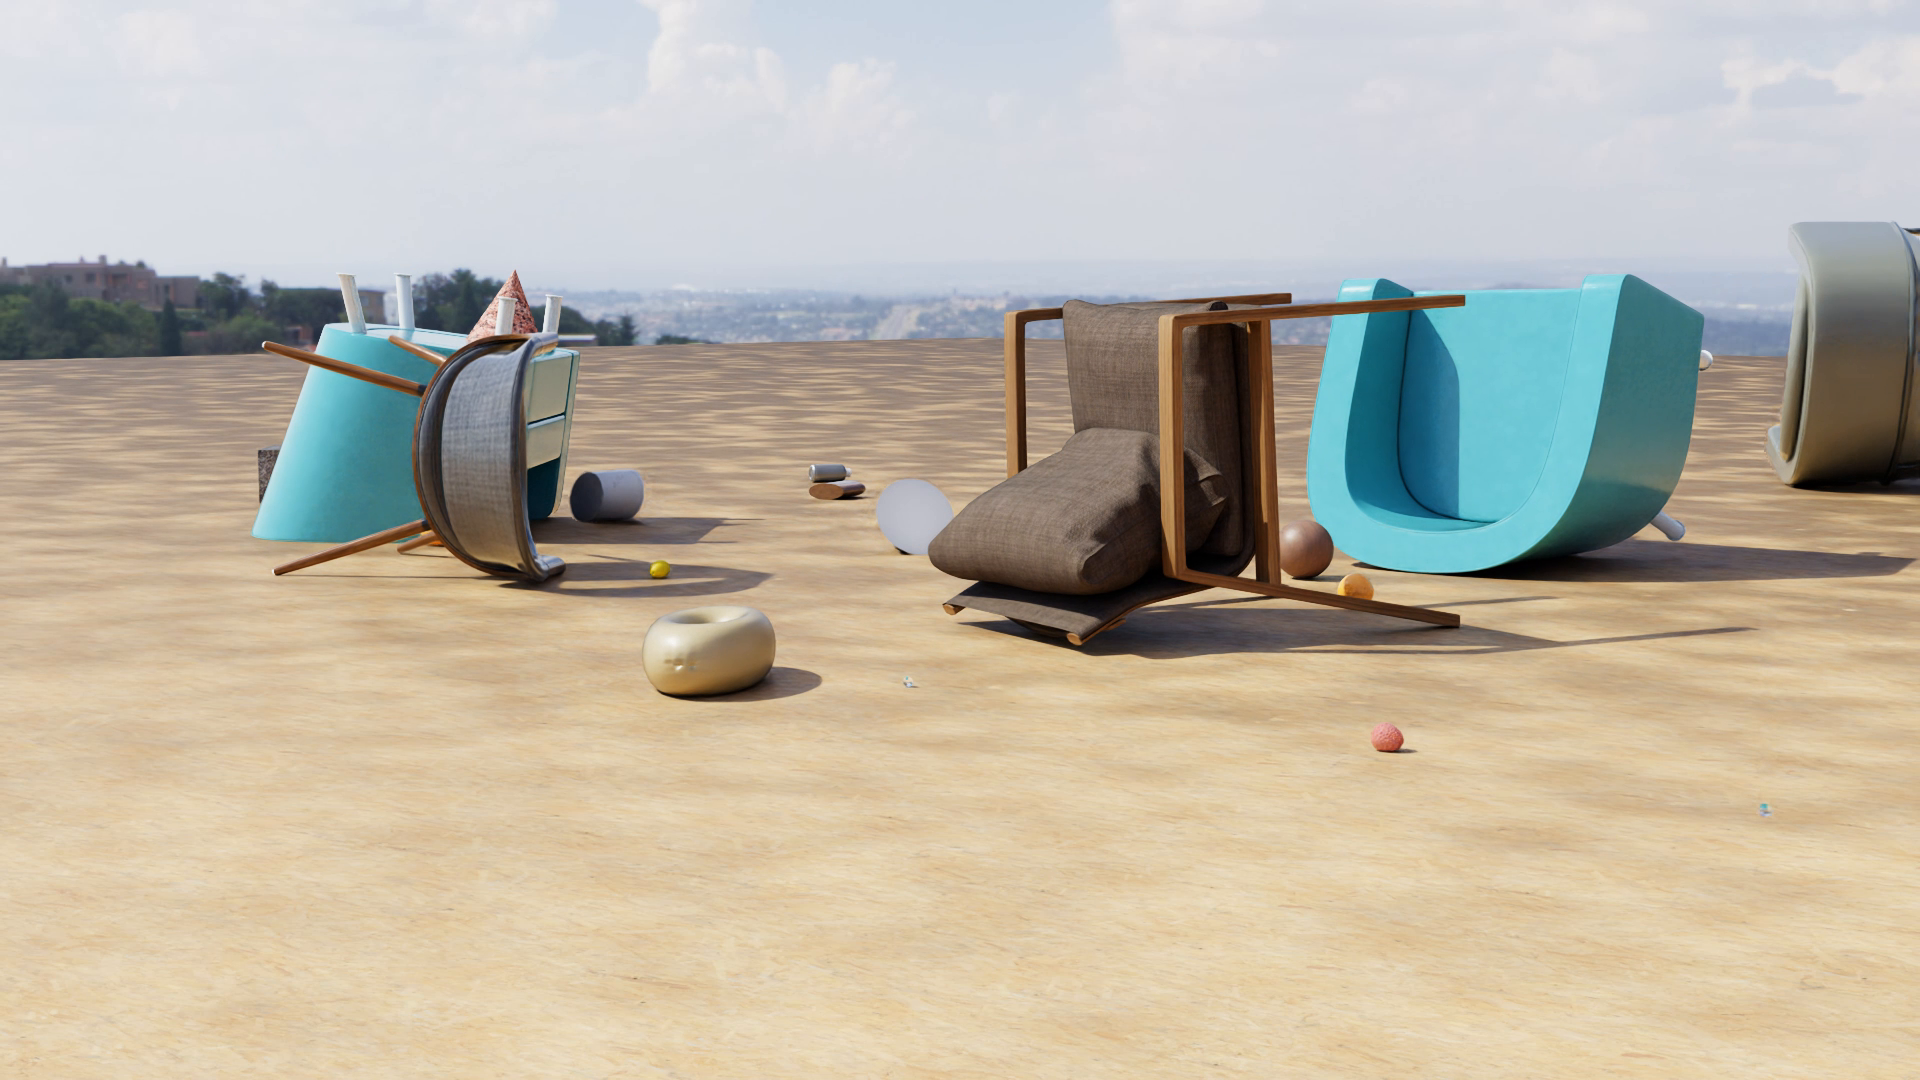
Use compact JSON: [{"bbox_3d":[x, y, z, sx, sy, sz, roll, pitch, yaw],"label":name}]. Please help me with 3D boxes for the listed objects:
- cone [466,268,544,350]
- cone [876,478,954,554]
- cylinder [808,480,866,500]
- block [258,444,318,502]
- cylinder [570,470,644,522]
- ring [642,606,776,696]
[{"bbox_3d":[-1.186,-0.615,6.769,0.206,0.203,0.212,13,8,34],"label":"cone"},{"bbox_3d":[-0.134,-0.020,6.183,0.193,0.197,0.186,-27,-12,-27],"label":"cone"},{"bbox_3d":[-0.364,-0.148,7.617,0.122,0.048,0.125,1,6,30],"label":"cylinder"},{"bbox_3d":[-1.982,-0.197,7.571,0.126,0.153,0.233,0,6,-4],"label":"block"},{"bbox_3d":[-0.947,-0.118,6.889,0.134,0.125,0.166,-5,-23,-42],"label":"cylinder"},{"bbox_3d":[-0.405,0.177,4.153,0.207,0.114,0.380,-1,5,6],"label":"ring"}]
